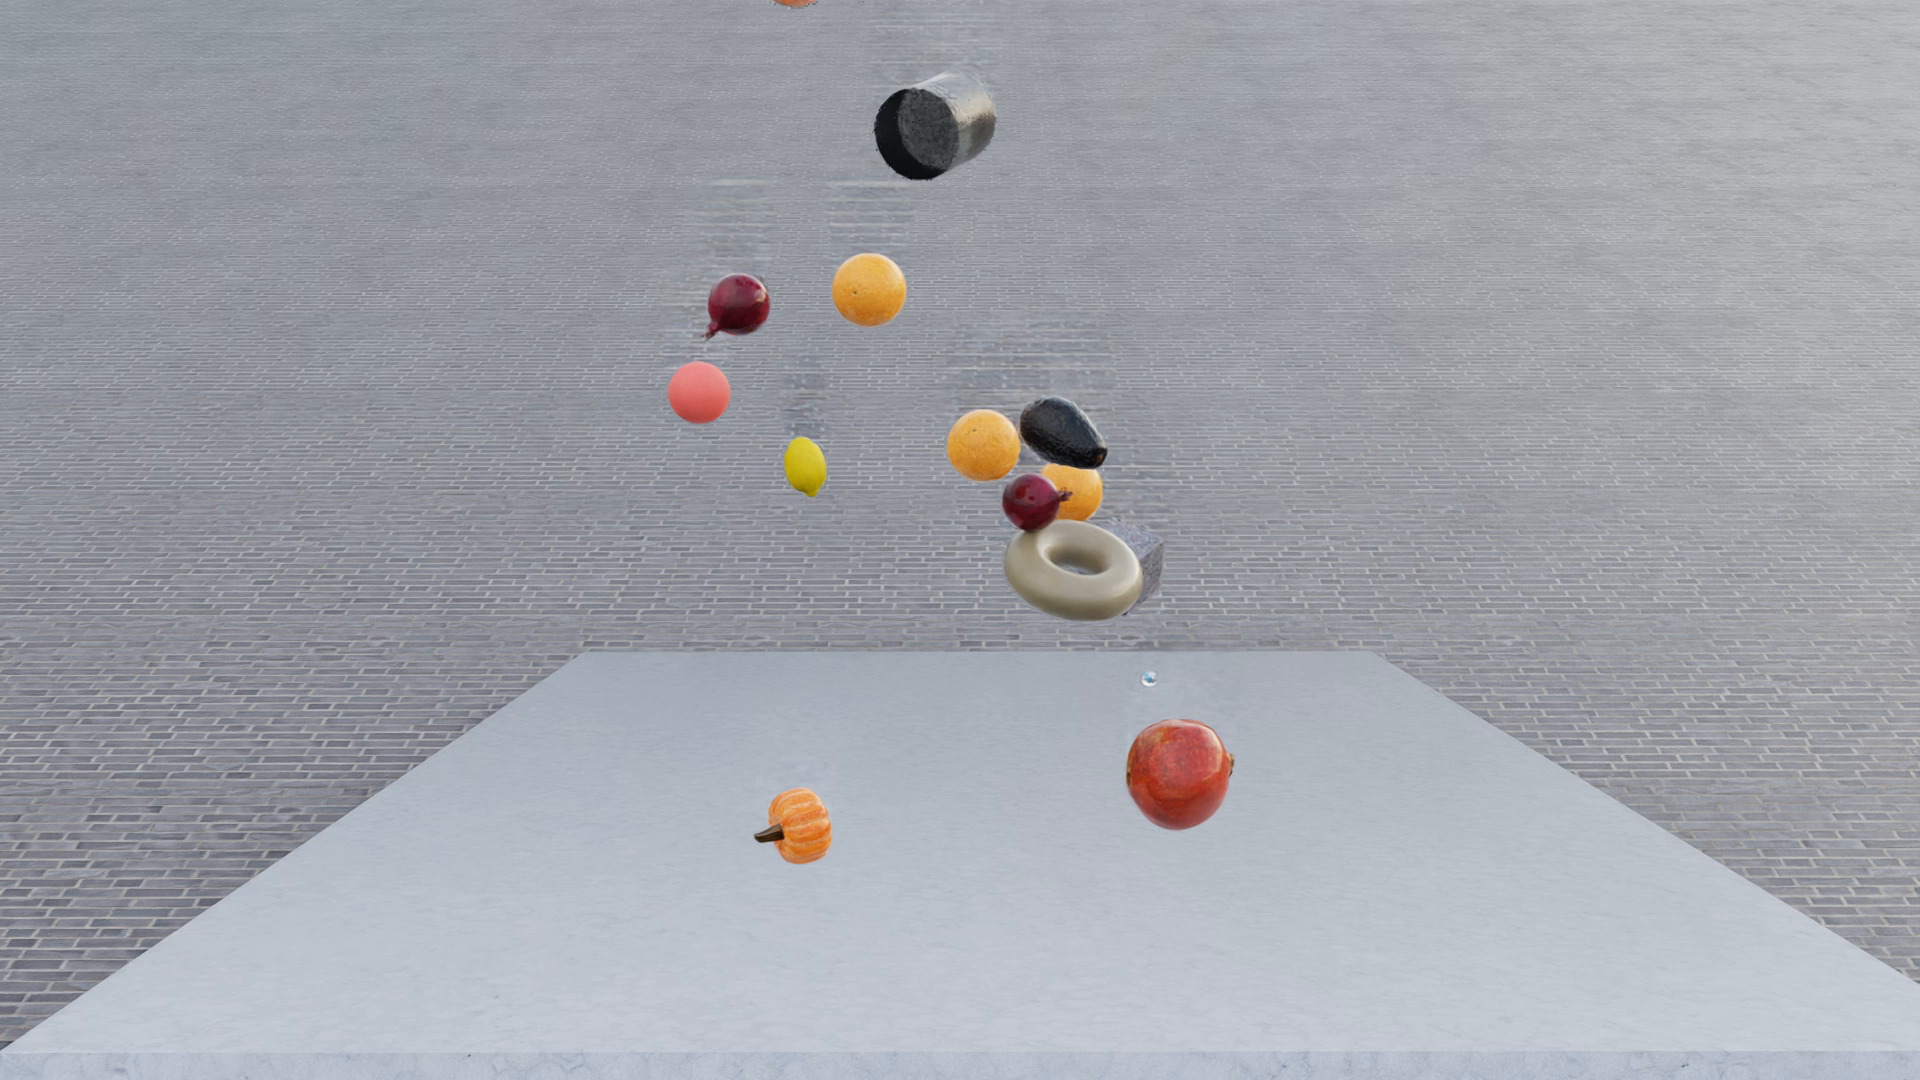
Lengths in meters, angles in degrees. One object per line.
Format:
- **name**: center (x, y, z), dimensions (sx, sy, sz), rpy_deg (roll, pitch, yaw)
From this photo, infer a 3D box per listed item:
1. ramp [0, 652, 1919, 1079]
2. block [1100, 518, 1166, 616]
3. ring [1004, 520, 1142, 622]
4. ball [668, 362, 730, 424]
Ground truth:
- **ramp**: center (0.049, 0.444, 4.532), dimensions (2.000, 0.100, 4.000), rpy_deg (0, 3, 0)
- **block**: center (0.168, 0.027, 2.696), dimensions (0.064, 0.064, 0.064), rpy_deg (24, 39, 27)
- **ring**: center (0.114, 0.030, 2.587), dimensions (0.143, 0.048, 0.143), rpy_deg (9, 34, -6)
- **ball**: center (-0.254, -0.144, 2.504), dimensions (0.060, 0.060, 0.060), rpy_deg (0, 21, 0)
